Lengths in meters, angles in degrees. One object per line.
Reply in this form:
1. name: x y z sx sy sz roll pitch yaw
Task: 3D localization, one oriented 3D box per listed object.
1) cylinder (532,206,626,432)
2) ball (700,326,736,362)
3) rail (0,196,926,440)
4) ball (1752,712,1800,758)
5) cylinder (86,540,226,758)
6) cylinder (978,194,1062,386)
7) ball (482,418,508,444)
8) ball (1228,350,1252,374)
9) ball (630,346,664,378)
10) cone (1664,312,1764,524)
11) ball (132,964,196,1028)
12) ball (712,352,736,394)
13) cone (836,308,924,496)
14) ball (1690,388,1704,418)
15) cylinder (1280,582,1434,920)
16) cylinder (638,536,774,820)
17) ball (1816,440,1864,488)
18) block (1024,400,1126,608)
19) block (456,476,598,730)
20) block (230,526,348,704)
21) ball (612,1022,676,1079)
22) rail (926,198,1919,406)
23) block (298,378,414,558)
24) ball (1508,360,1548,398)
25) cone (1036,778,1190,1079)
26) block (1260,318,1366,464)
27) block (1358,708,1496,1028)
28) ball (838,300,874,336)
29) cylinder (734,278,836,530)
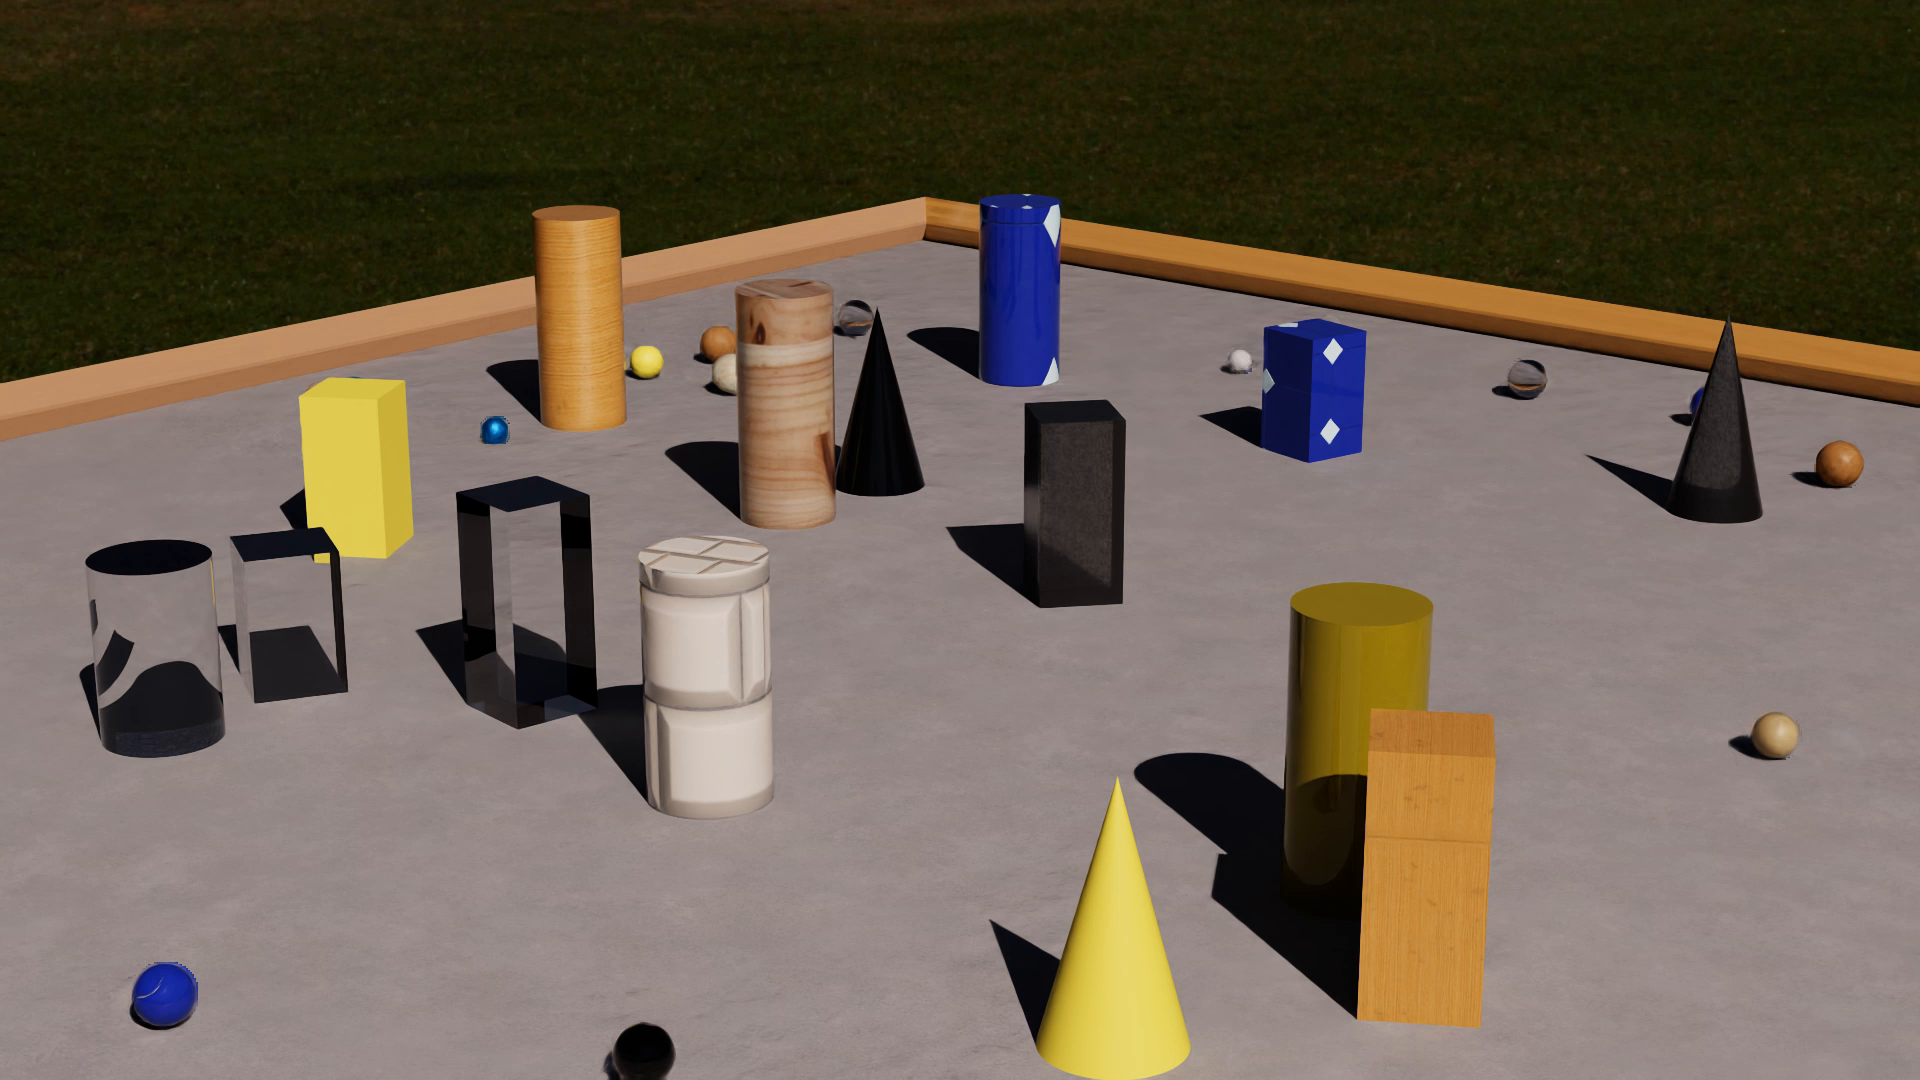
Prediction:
1. cylinder: -0.804 -0.470 6.206 0.183 0.449 0.183 0 17 0
2. ball: -0.556 -0.452 6.768 0.088 0.088 0.088 0 17 0
3. rail: -1.625 -0.379 6.472 0.045 0.119 4.717 14 22 39
4. ball: 1.210 0.290 4.352 0.068 0.068 0.068 0 17 0
5. cylinder: -1.207 0.162 4.404 0.183 0.284 0.183 0 17 0
6. cylinder: 0.134 -0.561 6.587 0.183 0.403 0.183 0 17 0
7. ball: -0.965 -0.227 6.081 0.056 0.056 0.056 0 17 0
8. ball: 0.636 -0.406 6.675 0.055 0.055 0.055 0 17 0
9. ball: -0.709 -0.403 6.629 0.075 0.075 0.075 0 17 0
10. cone: 1.444 -0.243 5.560 0.183 0.389 0.183 0 17 0
11. ball: -0.950 0.544 3.502 0.075 0.075 0.075 0 17 0
12. ball: -0.504 -0.368 6.486 0.091 0.091 0.091 0 17 0
13. cone: -0.160 -0.282 5.741 0.183 0.358 0.183 0 17 0
14. ball: 1.592 -0.283 6.207 0.090 0.090 0.090 0 17 0
15. cylinder: 0.516 0.275 3.827 0.183 0.403 0.183 0 17 0
16. cylinder: -0.359 0.194 4.161 0.183 0.363 0.183 0 17 0
17. ball: 1.729 -0.149 5.763 0.091 0.091 0.091 0 17 0
18. block: 0.197 -0.064 5.073 0.146 0.327 0.146 -3 17 -9
19. block: -0.667 0.094 4.520 0.146 0.345 0.146 -14 22 -39
20. block: -1.062 0.117 4.639 0.146 0.232 0.146 -7 18 -21
21. ball: -0.362 0.589 3.359 0.072 0.072 0.072 0 17 0
22. rail: 1.531 -0.481 6.809 4.352 0.119 0.045 14 22 39
23. block: -1.101 -0.133 5.355 0.146 0.296 0.146 3 17 9
24. ball: 1.248 -0.354 6.448 0.087 0.087 0.087 0 17 0
25. cone: 0.181 0.433 3.413 0.183 0.339 0.183 0 17 0
26. block: 0.723 -0.307 6.002 0.146 0.255 0.146 -12 20 -34
27. block: 0.561 0.394 3.533 0.146 0.345 0.146 3 17 8
28. ball: -0.251 -0.534 7.040 0.087 0.087 0.087 0 17 0
29. cylinder: -0.327 -0.256 5.512 0.183 0.441 0.183 0 17 0
